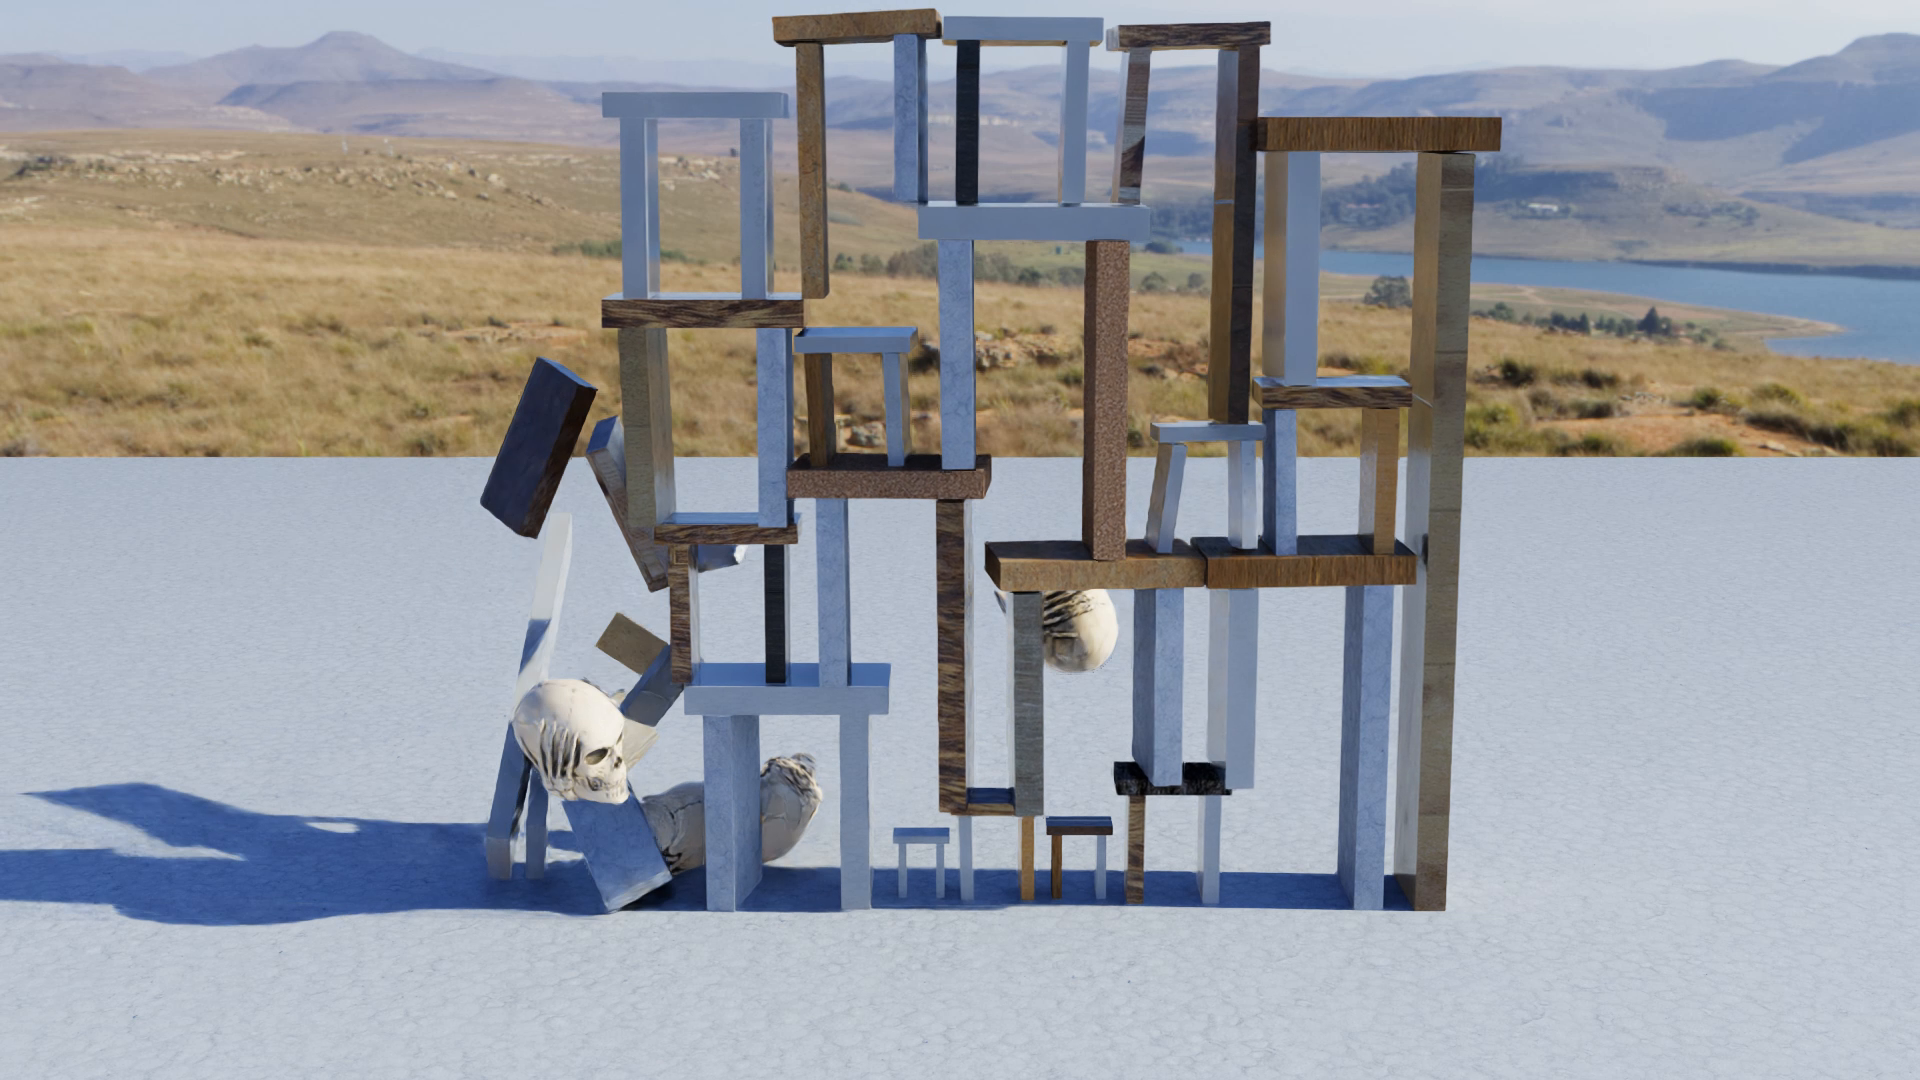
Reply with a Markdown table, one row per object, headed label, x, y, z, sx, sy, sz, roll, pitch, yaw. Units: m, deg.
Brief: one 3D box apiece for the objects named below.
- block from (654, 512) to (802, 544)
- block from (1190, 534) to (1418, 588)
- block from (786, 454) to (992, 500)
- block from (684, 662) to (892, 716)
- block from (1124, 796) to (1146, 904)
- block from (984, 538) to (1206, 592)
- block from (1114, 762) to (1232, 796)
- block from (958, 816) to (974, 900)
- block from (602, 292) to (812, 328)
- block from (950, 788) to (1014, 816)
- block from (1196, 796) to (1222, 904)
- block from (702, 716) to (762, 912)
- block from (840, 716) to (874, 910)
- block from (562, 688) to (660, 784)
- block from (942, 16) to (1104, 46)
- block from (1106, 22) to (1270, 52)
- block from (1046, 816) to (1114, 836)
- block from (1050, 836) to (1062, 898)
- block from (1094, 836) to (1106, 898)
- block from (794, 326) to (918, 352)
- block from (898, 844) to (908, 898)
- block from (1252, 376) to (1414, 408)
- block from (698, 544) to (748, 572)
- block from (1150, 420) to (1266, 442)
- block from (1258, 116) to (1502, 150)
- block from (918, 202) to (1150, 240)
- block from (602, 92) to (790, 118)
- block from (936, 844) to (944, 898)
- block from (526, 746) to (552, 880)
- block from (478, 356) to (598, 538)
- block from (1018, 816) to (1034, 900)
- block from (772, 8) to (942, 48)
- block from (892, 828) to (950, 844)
| label | x | y | z | sx | sy | sz | roll | pitch | yaw |
| --- | --- | --- | --- | --- | --- | --- | --- | --- | --- |
| block | -0.373 | -0.019 | 3.559 | 0.228 | 0.032 | 0.114 | 0 | 11 | 0 |
| block | 0.550 | 0.033 | 3.541 | 0.332 | 0.047 | 0.166 | -1 | 12 | -3 |
| block | -0.110 | -0.102 | 3.510 | 0.310 | 0.044 | 0.155 | 0 | 12 | 5 |
| block | -0.279 | 0.243 | 3.609 | 0.329 | 0.047 | 0.164 | 0 | 11 | 0 |
| block | 0.290 | 0.498 | 3.645 | 0.027 | 0.187 | 0.094 | 1 | 12 | 1 |
| block | 0.214 | 0.039 | 3.531 | 0.327 | 0.046 | 0.163 | -1 | 12 | -8 |
| block | 0.350 | 0.393 | 3.624 | 0.187 | 0.027 | 0.094 | 0 | 12 | 1 |
| block | 0.009 | 0.514 | 3.656 | 0.021 | 0.149 | 0.075 | -2 | 14 | -2 |
| block | -0.399 | -0.366 | 3.492 | 0.314 | 0.044 | 0.157 | 0 | 11 | 0 |
| block | 0.060 | 0.432 | 3.630 | 0.149 | 0.021 | 0.075 | 0 | 14 | 1 |
| block | 0.413 | 0.497 | 3.647 | 0.027 | 0.187 | 0.094 | 0 | 12 | 0 |
| block | -0.375 | 0.429 | 3.635 | 0.047 | 0.328 | 0.164 | 2 | 11 | 11 |
| block | -0.170 | 0.428 | 3.644 | 0.047 | 0.329 | 0.164 | 0 | 11 | 0 |
| block | -0.613 | 0.353 | 3.876 | 0.032 | 0.114 | 0.229 | -35 | 7 | 20 |
| block | 0.095 | -0.784 | 3.394 | 0.243 | 0.034 | 0.121 | 0 | 8 | -1 |
| block | 0.352 | -0.779 | 3.403 | 0.235 | 0.033 | 0.117 | -3 | 10 | -6 |
| block | 0.197 | 0.474 | 3.649 | 0.110 | 0.016 | 0.055 | 0 | 11 | 0 |
| block | 0.161 | 0.536 | 3.661 | 0.016 | 0.110 | 0.055 | 0 | 11 | 0 |
| block | 0.234 | 0.536 | 3.661 | 0.016 | 0.110 | 0.055 | 0 | 11 | 0 |
| block | -0.162 | -0.315 | 3.458 | 0.182 | 0.026 | 0.091 | 1 | 15 | 8 |
| block | -0.095 | 0.543 | 3.663 | 0.013 | 0.094 | 0.047 | 0 | 11 | 0 |
| block | 0.585 | -0.234 | 3.473 | 0.234 | 0.033 | 0.117 | -1 | 12 | -1 |
| block | -0.440 | 0.023 | 3.819 | 0.149 | 0.021 | 0.074 | -12 | 37 | 25 |
| block | 0.393 | -0.173 | 3.491 | 0.169 | 0.024 | 0.085 | -2 | 8 | -4 |
| block | 0.642 | -0.632 | 3.423 | 0.356 | 0.050 | 0.178 | 0 | 10 | -1 |
| block | 0.112 | -0.498 | 3.434 | 0.354 | 0.050 | 0.177 | 0 | 11 | -1 |
| block | -0.410 | -0.679 | 3.437 | 0.276 | 0.039 | 0.138 | 0 | 11 | 0 |
| block | -0.033 | 0.543 | 3.663 | 0.013 | 0.094 | 0.047 | 0 | 11 | 0 |
| block | -0.728 | 0.470 | 3.804 | 0.032 | 0.114 | 0.229 | 3 | 30 | -9 |
| block | -0.690 | -0.152 | 3.590 | 0.038 | 0.266 | 0.133 | 14 | 14 | -46 |
| block | 0.110 | 0.515 | 3.653 | 0.021 | 0.149 | 0.075 | -1 | 14 | -2 |
| block | -0.157 | -0.792 | 3.405 | 0.249 | 0.035 | 0.125 | -2 | 8 | 4 |
| block | -0.064 | 0.491 | 3.654 | 0.094 | 0.013 | 0.047 | 0 | 11 | 0 |
